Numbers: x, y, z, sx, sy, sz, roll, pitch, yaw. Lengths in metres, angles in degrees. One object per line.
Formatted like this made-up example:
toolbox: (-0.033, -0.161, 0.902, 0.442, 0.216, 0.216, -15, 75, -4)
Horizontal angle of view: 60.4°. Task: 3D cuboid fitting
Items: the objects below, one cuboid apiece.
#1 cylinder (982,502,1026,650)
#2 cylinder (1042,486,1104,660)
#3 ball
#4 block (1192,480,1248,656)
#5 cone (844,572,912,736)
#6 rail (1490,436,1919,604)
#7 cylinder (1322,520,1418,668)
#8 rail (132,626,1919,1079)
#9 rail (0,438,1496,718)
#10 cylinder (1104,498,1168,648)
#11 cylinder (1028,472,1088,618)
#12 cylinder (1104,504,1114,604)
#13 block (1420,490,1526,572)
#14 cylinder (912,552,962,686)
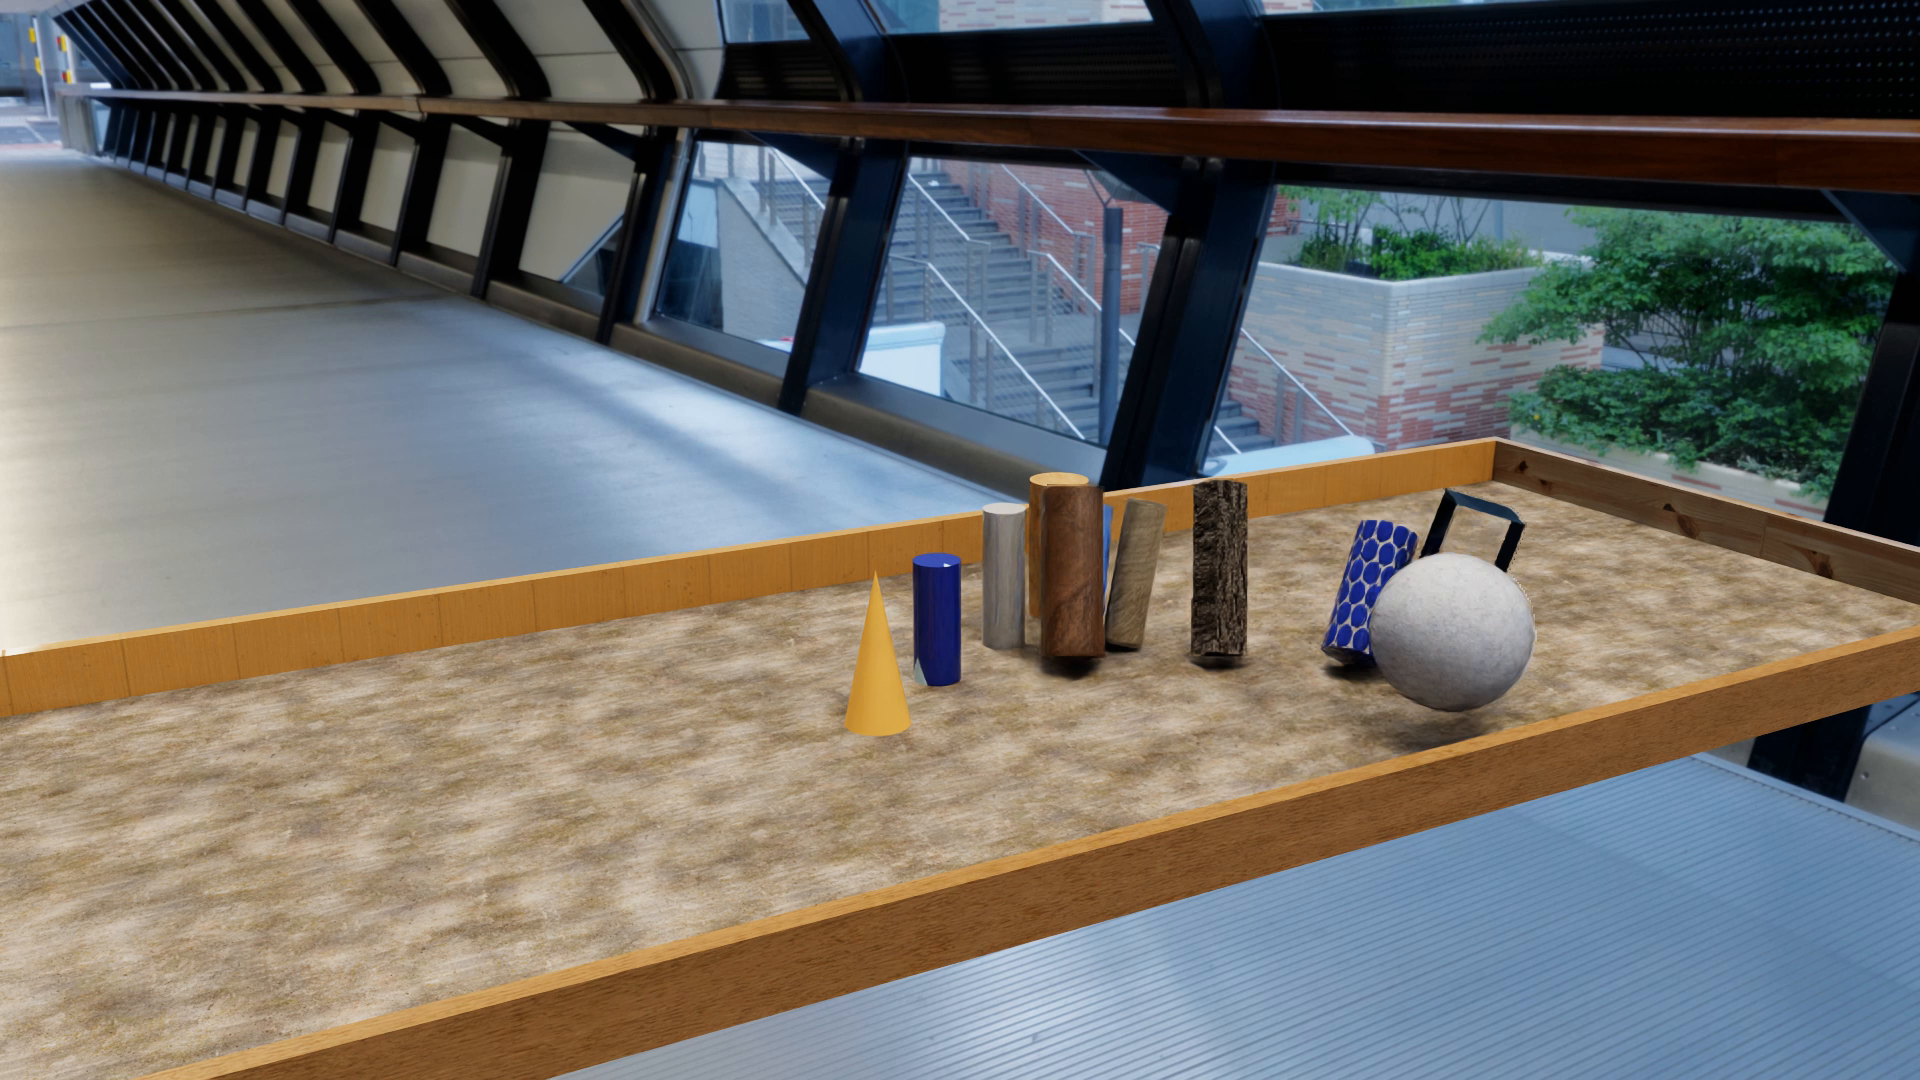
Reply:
cylinder: (0.116, 0.096, 4.364, 0.114, 0.374, 0.114, 0, 16, 0)
cylinder: (0.289, 0.086, 4.242, 0.160, 0.432, 0.160, 0, -8, 0)
ball: (1.112, 0.209, 3.738, 0.360, 0.360, 0.360, 0, 16, 0)
block: (0.674, 0.075, 4.279, 0.100, 0.446, 0.100, 7, -10, -30)
cone: (-0.194, 0.249, 3.835, 0.158, 0.379, 0.158, 0, 16, 0)
rail: (2.466, -0.048, 5.253, 0.050, 0.150, 2.100, -9, 18, -27)
cylinder: (1.050, 0.138, 4.222, 0.156, 0.349, 0.156, 19, -14, 5)
rail: (-2.336, 1.006, 1.665, 12.000, 0.150, 0.050, -9, 18, -27)
rail: (-3.305, 0.497, 3.399, 12.000, 0.150, 0.050, -9, 18, -27)
cylinder: (0.461, 0.087, 4.360, 0.109, 0.379, 0.109, 10, 7, -1)
cylinder: (0.274, 0.017, 4.613, 0.163, 0.385, 0.163, 0, 16, 0)
cylinder: (0.336, 0.091, 4.370, 0.109, 0.367, 0.109, 5, -7, 1)
block: (1.215, 0.126, 4.075, 0.164, 0.451, 0.164, 17, 16, 1)
cylinder: (-0.057, 0.199, 4.125, 0.121, 0.312, 0.121, 0, 16, 0)
